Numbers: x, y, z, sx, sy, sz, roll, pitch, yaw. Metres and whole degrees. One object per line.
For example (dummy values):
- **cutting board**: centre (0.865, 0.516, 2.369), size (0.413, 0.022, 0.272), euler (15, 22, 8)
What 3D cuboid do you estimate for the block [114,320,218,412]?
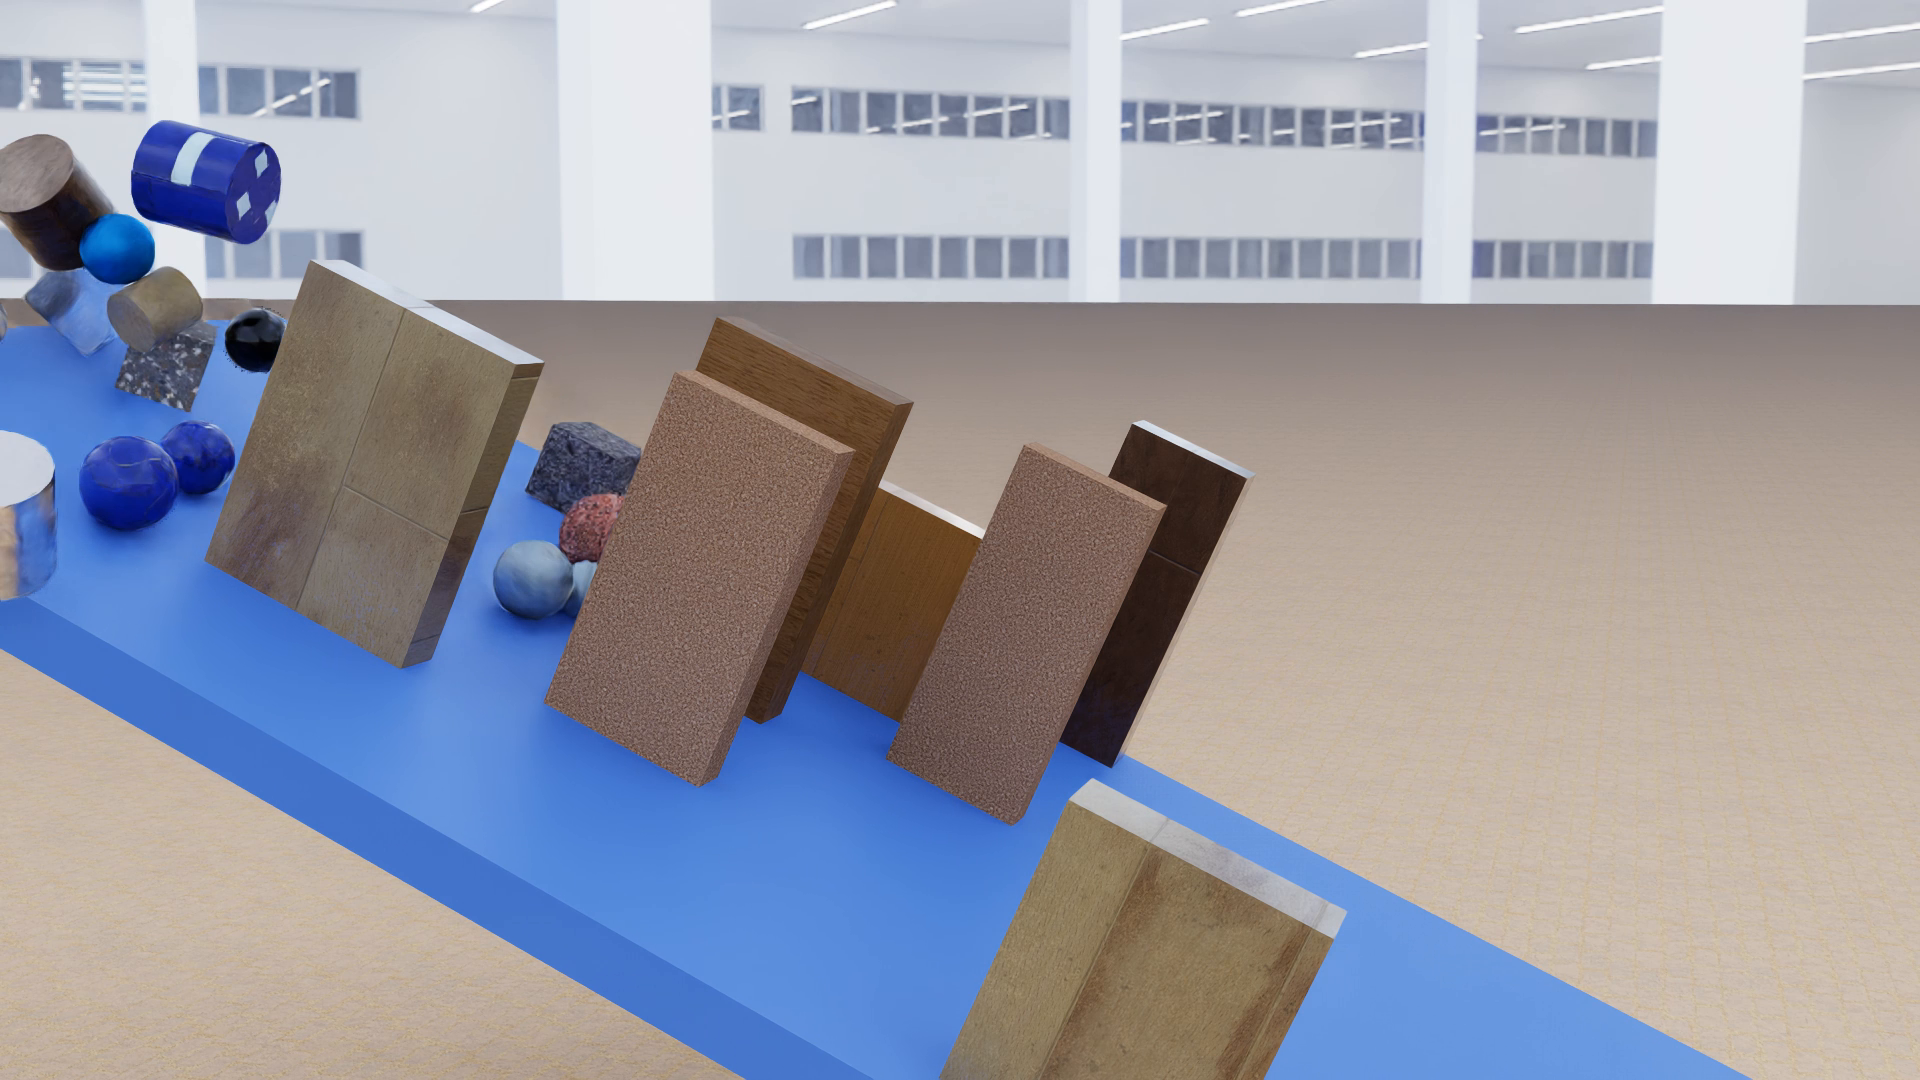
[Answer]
- **block**: centre (-1.660, -0.384, 4.606), size (0.154, 0.154, 0.154), euler (20, 14, -21)

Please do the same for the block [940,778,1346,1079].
- **block**: centre (0.260, 0.655, 3.161), size (0.411, 0.468, 0.140), euler (27, 14, 13)

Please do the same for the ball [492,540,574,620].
- **ball**: centre (-0.824, 0.076, 4.247), size (0.155, 0.155, 0.155), euler (0, 7, 0)

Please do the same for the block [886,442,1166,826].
- **block**: centre (0.125, 0.184, 4.284), size (0.287, 0.689, 0.088), euler (27, 14, 13)

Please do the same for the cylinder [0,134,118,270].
- **cylinder**: centre (-1.835, -0.680, 4.440), size (0.195, 0.195, 0.195), euler (1, -29, 10)

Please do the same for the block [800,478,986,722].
- **block**: centre (-0.158, 0.120, 4.614), size (0.424, 0.432, 0.087), euler (27, 14, 13)

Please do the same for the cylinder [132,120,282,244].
- **cylinder**: centre (-1.485, -0.706, 4.338), size (0.204, 0.204, 0.204), euler (15, 9, 9)

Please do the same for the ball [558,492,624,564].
- **ball**: centre (-0.742, -0.002, 4.605), size (0.195, 0.195, 0.195), euler (0, 7, 0)

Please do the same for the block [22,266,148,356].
- **block**: centre (-1.834, -0.523, 4.661), size (0.174, 0.174, 0.174), euler (-43, 14, 6)

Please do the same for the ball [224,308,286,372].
- **ball**: centre (-1.436, -0.407, 4.498), size (0.130, 0.130, 0.130), euler (0, 7, 0)

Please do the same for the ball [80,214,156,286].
- **ball**: centre (-1.691, -0.584, 4.414), size (0.144, 0.144, 0.144), euler (0, 7, 0)

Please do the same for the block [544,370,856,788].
- **block**: centre (-0.459, 0.068, 3.832), size (0.326, 0.646, 0.083), euler (27, 14, 13)

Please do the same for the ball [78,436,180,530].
- **ball**: centre (-1.450, -0.099, 3.837), size (0.166, 0.166, 0.166), euler (0, 7, 0)

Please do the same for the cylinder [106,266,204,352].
- **cylinder**: centre (-1.620, -0.465, 4.426), size (0.129, 0.129, 0.129), euler (5, 34, 34)

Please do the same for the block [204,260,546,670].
- **block**: centre (-1.019, -0.133, 3.809), size (0.424, 0.576, 0.102), euler (27, 14, 13)

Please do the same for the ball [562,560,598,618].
- **ball**: centre (-0.745, 0.100, 4.374), size (0.117, 0.117, 0.117), euler (0, 7, 0)

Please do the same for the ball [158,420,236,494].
- **ball**: centre (-1.436, -0.155, 4.134), size (0.140, 0.140, 0.140), euler (0, 7, 0)

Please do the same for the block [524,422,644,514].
- **block**: centre (-0.852, -0.153, 5.039), size (0.174, 0.174, 0.174), euler (28, 13, 14)

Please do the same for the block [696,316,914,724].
- **block**: centre (-0.408, -0.040, 4.262), size (0.394, 0.681, 0.108), euler (27, 14, 13)

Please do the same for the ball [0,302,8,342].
- **ball**: centre (-1.951, -0.431, 4.331), size (0.139, 0.139, 0.139), euler (0, 7, 0)

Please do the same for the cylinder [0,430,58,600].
- **cylinder**: centre (-1.479, -0.038, 3.355), size (0.186, 0.186, 0.186), euler (10, 38, -8)

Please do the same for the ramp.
- **ramp**: centre (-0.277, 0.477, 4.178), size (4.000, 0.100, 2.000), euler (27, 14, 13)

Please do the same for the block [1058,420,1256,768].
- **block**: centre (0.373, 0.121, 4.893), size (0.279, 0.718, 0.114), euler (27, 14, 13)
